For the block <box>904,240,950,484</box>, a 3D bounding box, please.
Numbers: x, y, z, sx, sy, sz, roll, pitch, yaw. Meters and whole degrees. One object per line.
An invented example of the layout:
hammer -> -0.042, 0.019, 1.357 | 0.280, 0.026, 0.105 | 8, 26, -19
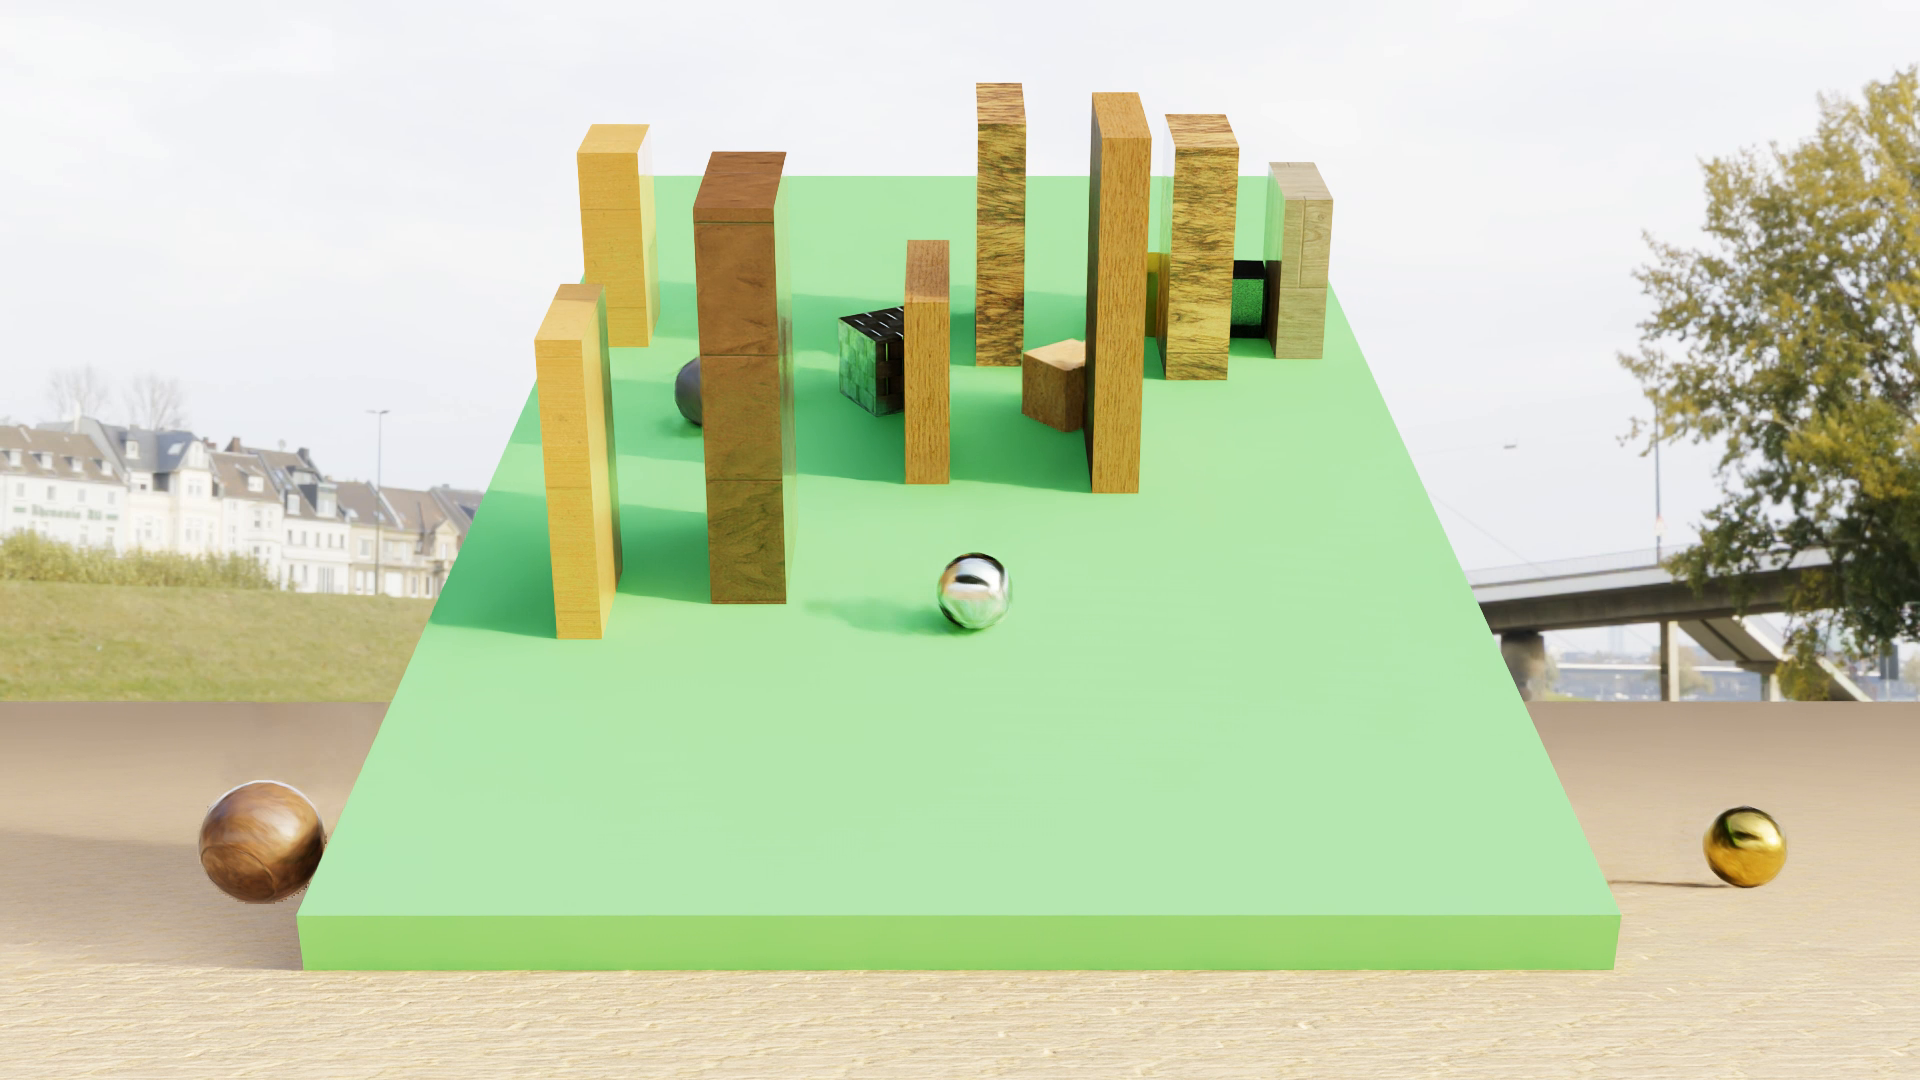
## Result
block -> -0.070, -0.394, 5.115 | 0.094, 0.410, 0.426 | 0, 25, 0

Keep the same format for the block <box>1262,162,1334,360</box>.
block -> 0.827, -0.693, 5.774 | 0.114, 0.401, 0.329 | 0, 25, 0

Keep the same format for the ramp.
ramp -> -0.009, -0.229, 5.366 | 2.000, 0.100, 4.000 | 0, 25, 0

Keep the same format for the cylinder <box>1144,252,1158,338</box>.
cylinder -> 0.498, -0.618, 5.888 | 0.169, 0.169, 0.169 | 0, 25, 0

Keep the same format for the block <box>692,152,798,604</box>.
block -> -0.404, -0.312, 4.488 | 0.144, 0.786, 0.374 | 0, 25, 0

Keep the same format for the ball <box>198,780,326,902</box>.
ball -> -1.141, 0.493, 3.827 | 0.199, 0.199, 0.199 | 0, -4, 0

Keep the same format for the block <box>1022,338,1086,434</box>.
block -> 0.248, -0.352, 5.334 | 0.151, 0.151, 0.151 | -18, 31, -34

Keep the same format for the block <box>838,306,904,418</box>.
block -> -0.157, -0.417, 5.432 | 0.185, 0.185, 0.185 | -13, 28, -27

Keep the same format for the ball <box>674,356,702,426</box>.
ball -> -0.563, -0.335, 5.278 | 0.163, 0.163, 0.163 | 0, -4, 0

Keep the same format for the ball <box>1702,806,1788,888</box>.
ball -> 1.714, 0.669, 5.104 | 0.179, 0.179, 0.179 | 0, -4, 0

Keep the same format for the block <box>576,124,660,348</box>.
block -> -0.842, -0.755, 5.792 | 0.146, 0.491, 0.264 | 0, 25, 0

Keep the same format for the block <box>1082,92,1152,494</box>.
block -> 0.330, -0.526, 4.971 | 0.099, 0.771, 0.368 | 0, 25, 0

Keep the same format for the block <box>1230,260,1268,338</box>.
block -> 0.686, -0.607, 5.884 | 0.153, 0.153, 0.153 | 1, 25, 2

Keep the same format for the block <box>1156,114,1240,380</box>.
block -> 0.564, -0.701, 5.593 | 0.147, 0.568, 0.300 | 0, 25, 0

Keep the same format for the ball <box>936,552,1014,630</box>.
ball -> 0.028, 0.095, 4.375 | 0.144, 0.144, 0.144 | 0, -4, 0

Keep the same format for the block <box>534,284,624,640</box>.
block -> -0.707, -0.148, 4.366 | 0.083, 0.590, 0.308 | 0, 25, 0

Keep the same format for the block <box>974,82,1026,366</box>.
block -> 0.096, -0.773, 5.710 | 0.114, 0.598, 0.394 | 0, 25, 0
